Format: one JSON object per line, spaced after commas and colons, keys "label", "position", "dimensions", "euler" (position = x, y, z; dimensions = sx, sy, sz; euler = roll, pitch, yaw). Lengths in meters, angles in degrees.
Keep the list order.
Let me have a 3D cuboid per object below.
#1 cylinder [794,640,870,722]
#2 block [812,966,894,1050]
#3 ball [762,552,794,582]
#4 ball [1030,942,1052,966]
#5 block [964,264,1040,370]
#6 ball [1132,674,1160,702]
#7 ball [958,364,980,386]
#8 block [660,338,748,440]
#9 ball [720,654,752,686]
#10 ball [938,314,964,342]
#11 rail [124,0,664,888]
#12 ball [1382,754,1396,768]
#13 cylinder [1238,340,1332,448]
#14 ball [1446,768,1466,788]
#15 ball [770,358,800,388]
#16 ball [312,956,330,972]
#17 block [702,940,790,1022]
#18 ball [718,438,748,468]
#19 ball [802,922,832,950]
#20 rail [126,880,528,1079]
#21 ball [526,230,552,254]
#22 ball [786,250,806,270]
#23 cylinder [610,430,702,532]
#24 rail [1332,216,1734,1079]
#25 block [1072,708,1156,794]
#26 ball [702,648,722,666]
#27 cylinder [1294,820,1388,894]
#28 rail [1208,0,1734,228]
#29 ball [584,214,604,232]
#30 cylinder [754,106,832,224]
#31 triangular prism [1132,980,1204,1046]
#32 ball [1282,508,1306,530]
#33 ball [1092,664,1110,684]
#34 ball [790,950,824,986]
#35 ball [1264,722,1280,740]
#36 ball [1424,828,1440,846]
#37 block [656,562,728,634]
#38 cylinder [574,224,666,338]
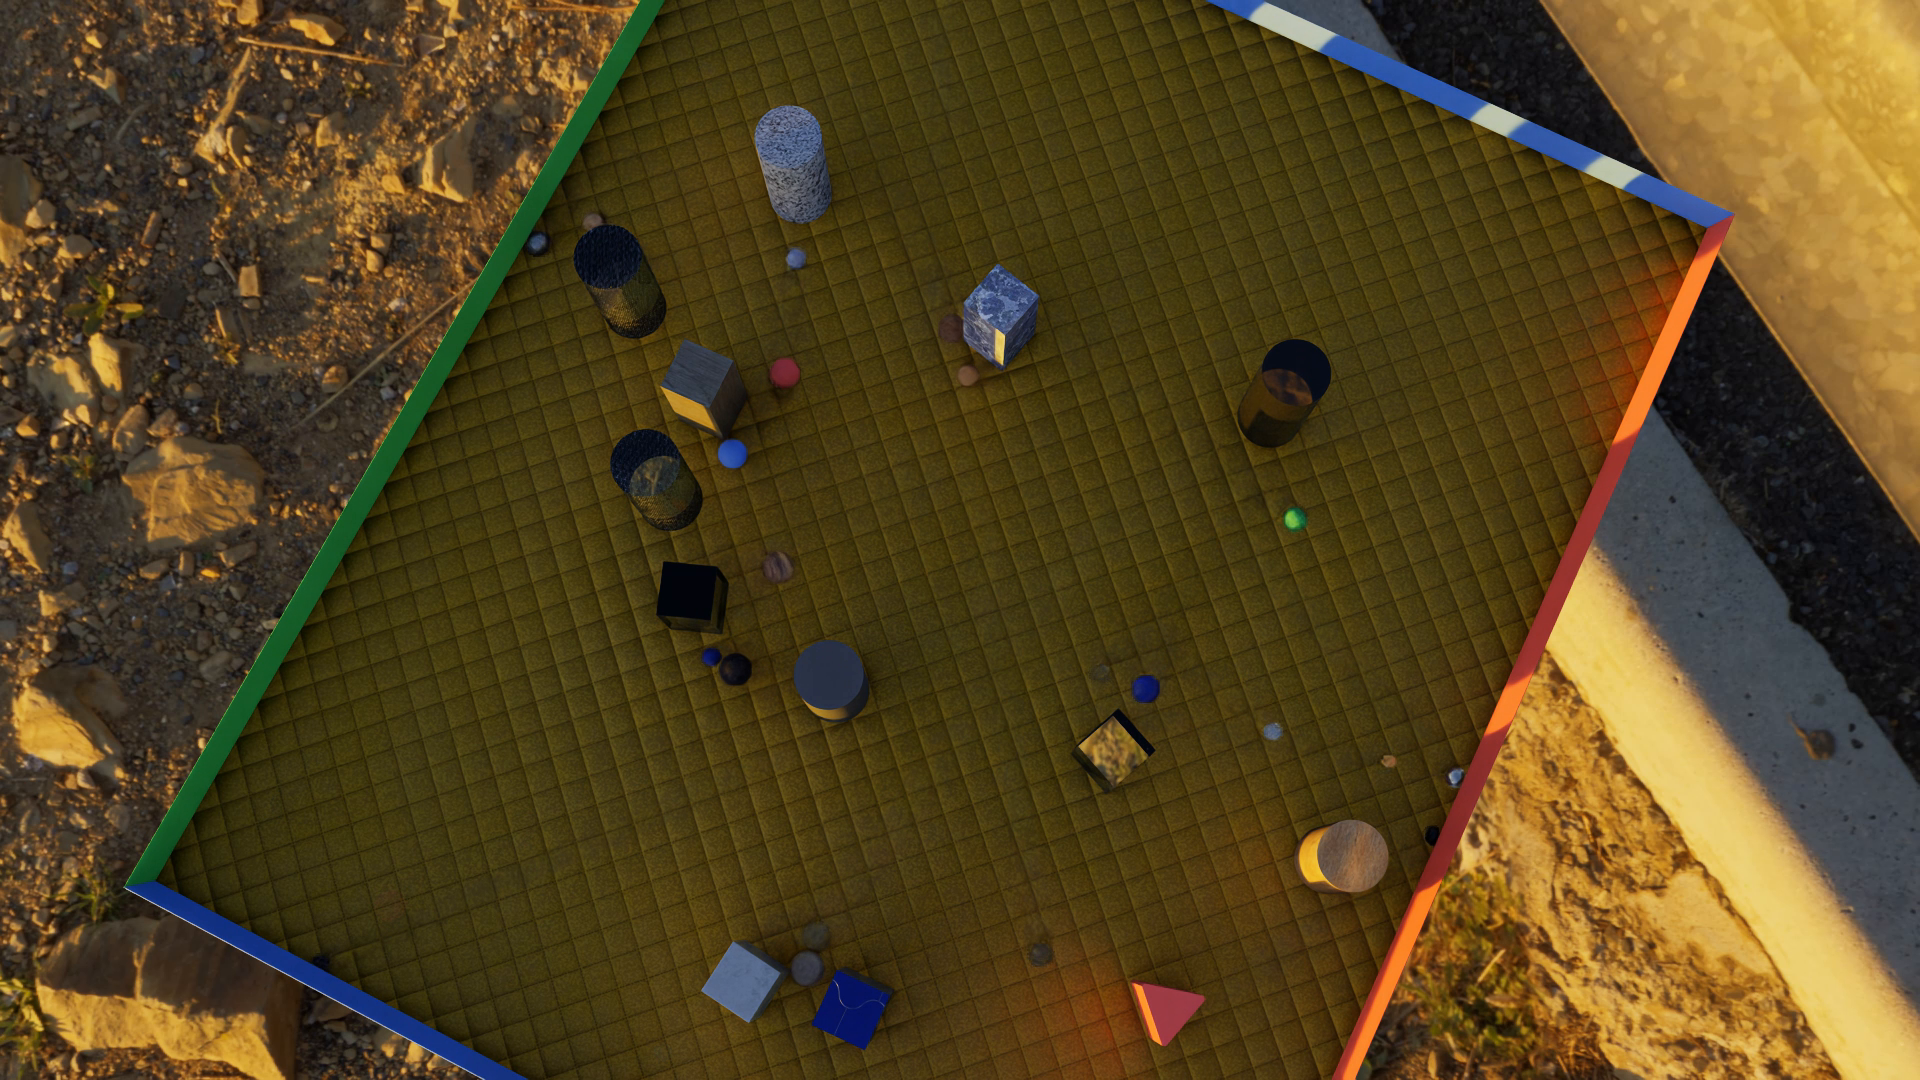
{"label": "cylinder", "position": [-0.372, 0.417, 5.355], "dimensions": [0.199, 0.344, 0.199], "euler": [0, 78, 0]}
{"label": "block", "position": [-0.296, 1.311, 5.147], "dimensions": [0.159, 0.387, 0.159], "euler": [24, 79, 5]}
{"label": "ball", "position": [-0.552, 0.082, 5.551], "dimensions": [0.095, 0.095, 0.095], "euler": [0, 78, 0]}
{"label": "ball", "position": [0.236, 1.205, 5.334], "dimensions": [0.066, 0.066, 0.066], "euler": [0, 78, 0]}
{"label": "block", "position": [0.122, -0.672, 5.572], "dimensions": [0.159, 0.360, 0.159], "euler": [39, 81, 7]}
{"label": "ball", "position": [0.557, 0.444, 5.483], "dimensions": [0.082, 0.082, 0.082], "euler": [0, 78, 0]}
{"label": "ball", "position": [0.028, -0.511, 5.689], "dimensions": [0.066, 0.066, 0.066], "euler": [0, 78, 0]}
{"label": "block", "position": [-0.766, -0.447, 5.516], "dimensions": [0.159, 0.377, 0.159], "euler": [24, 79, 5]}
{"label": "ball", "position": [-0.670, 0.388, 5.487], "dimensions": [0.097, 0.097, 0.097], "euler": [0, 78, 0]}
{"label": "ball", "position": [-0.025, -0.660, 5.710], "dimensions": [0.085, 0.085, 0.085], "euler": [0, 78, 0]}
{"label": "rail", "position": [-1.495, -0.725, 5.700], "dimensions": [0.045, 0.129, 3.995], "euler": [26, 80, 5]}
{"label": "ball", "position": [1.279, 0.659, 5.459], "dimensions": [0.041, 0.041, 0.041], "euler": [0, 78, 0]}
{"label": "cylinder", "position": [0.961, -0.431, 5.464], "dimensions": [0.199, 0.473, 0.199], "euler": [0, 78, 0]}
{"label": "ball", "position": [1.473, 0.705, 5.439], "dimensions": [0.062, 0.062, 0.062], "euler": [0, 78, 0]}
{"label": "ball", "position": [-0.544, -0.515, 5.676], "dimensions": [0.092, 0.092, 0.092], "euler": [0, 78, 0]}
{"label": "ball", "position": [-1.862, 1.235, 5.336], "dimensions": [0.050, 0.050, 0.050], "euler": [0, 78, 0]}
{"label": "block", "position": [-0.605, 1.250, 5.206], "dimensions": [0.159, 0.297, 0.159], "euler": [32, 80, 6]}
{"label": "ball", "position": [-0.697, -0.265, 5.625], "dimensions": [0.092, 0.092, 0.092], "euler": [0, 78, 0]}
{"label": "ball", "position": [-0.416, 1.152, 5.335], "dimensions": [0.084, 0.084, 0.084], "euler": [0, 78, 0]}
{"label": "rail", "position": [-0.883, 1.736, 5.190], "dimensions": [3.391, 0.129, 0.045], "euler": [26, 80, 5]}
{"label": "ball", "position": [-1.326, -0.936, 5.772], "dimensions": [0.076, 0.076, 0.076], "euler": [0, 78, 0]}
{"label": "ball", "position": [-0.516, -0.883, 5.768], "dimensions": [0.062, 0.062, 0.062], "euler": [0, 78, 0]}
{"label": "cylinder", "position": [-0.891, -0.171, 5.415], "dimensions": [0.199, 0.465, 0.199], "euler": [0, 78, 0]}
{"label": "rail", "position": [1.495, 0.739, 5.397], "dimensions": [0.045, 0.129, 3.995], "euler": [26, 80, 5]}
{"label": "block", "position": [0.444, 0.619, 5.340], "dimensions": [0.159, 0.291, 0.159], "euler": [-40, 81, -8]}
{"label": "ball", "position": [-0.746, 0.351, 5.516], "dimensions": [0.056, 0.056, 0.056], "euler": [0, 78, 0]}
{"label": "cylinder", "position": [1.088, 0.910, 5.247], "dimensions": [0.199, 0.354, 0.199], "euler": [0, 78, 0]}
{"label": "rail", "position": [0.883, -1.722, 5.906], "dimensions": [3.391, 0.129, 0.045], "euler": [26, 80, 5]}
{"label": "ball", "position": [-1.156, -0.997, 5.789], "dimensions": [0.067, 0.067, 0.067], "euler": [0, 78, 0]}
{"label": "cylinder", "position": [-0.508, -1.147, 5.630], "dimensions": [0.199, 0.440, 0.199], "euler": [0, 78, 0]}
{"label": "triangular prism", "position": [0.556, 1.300, 5.172], "dimensions": [0.149, 0.345, 0.172], "euler": [41, 81, 8]}
{"label": "ball", "position": [1.021, -0.064, 5.593], "dimensions": [0.072, 0.072, 0.072], "euler": [0, 78, 0]}
{"label": "ball", "position": [0.423, 0.401, 5.504], "dimensions": [0.057, 0.057, 0.057], "euler": [0, 78, 0]}
{"label": "ball", "position": [-0.442, 1.240, 5.309], "dimensions": [0.099, 0.099, 0.099], "euler": [0, 78, 0]}
{"label": "ball", "position": [0.932, 0.571, 5.472], "dimensions": [0.051, 0.051, 0.051], "euler": [0, 78, 0]}
{"label": "ball", "position": [1.397, 0.875, 5.409], "dimensions": [0.052, 0.052, 0.052], "euler": [0, 78, 0]}
{"label": "block", "position": [-0.791, 0.174, 5.443], "dimensions": [0.159, 0.269, 0.159], "euler": [6, 78, 1]}
{"label": "cylinder", "position": [-1.023, -0.775, 5.543], "dimensions": [0.199, 0.459, 0.199], "euler": [0, 78, 0]}
